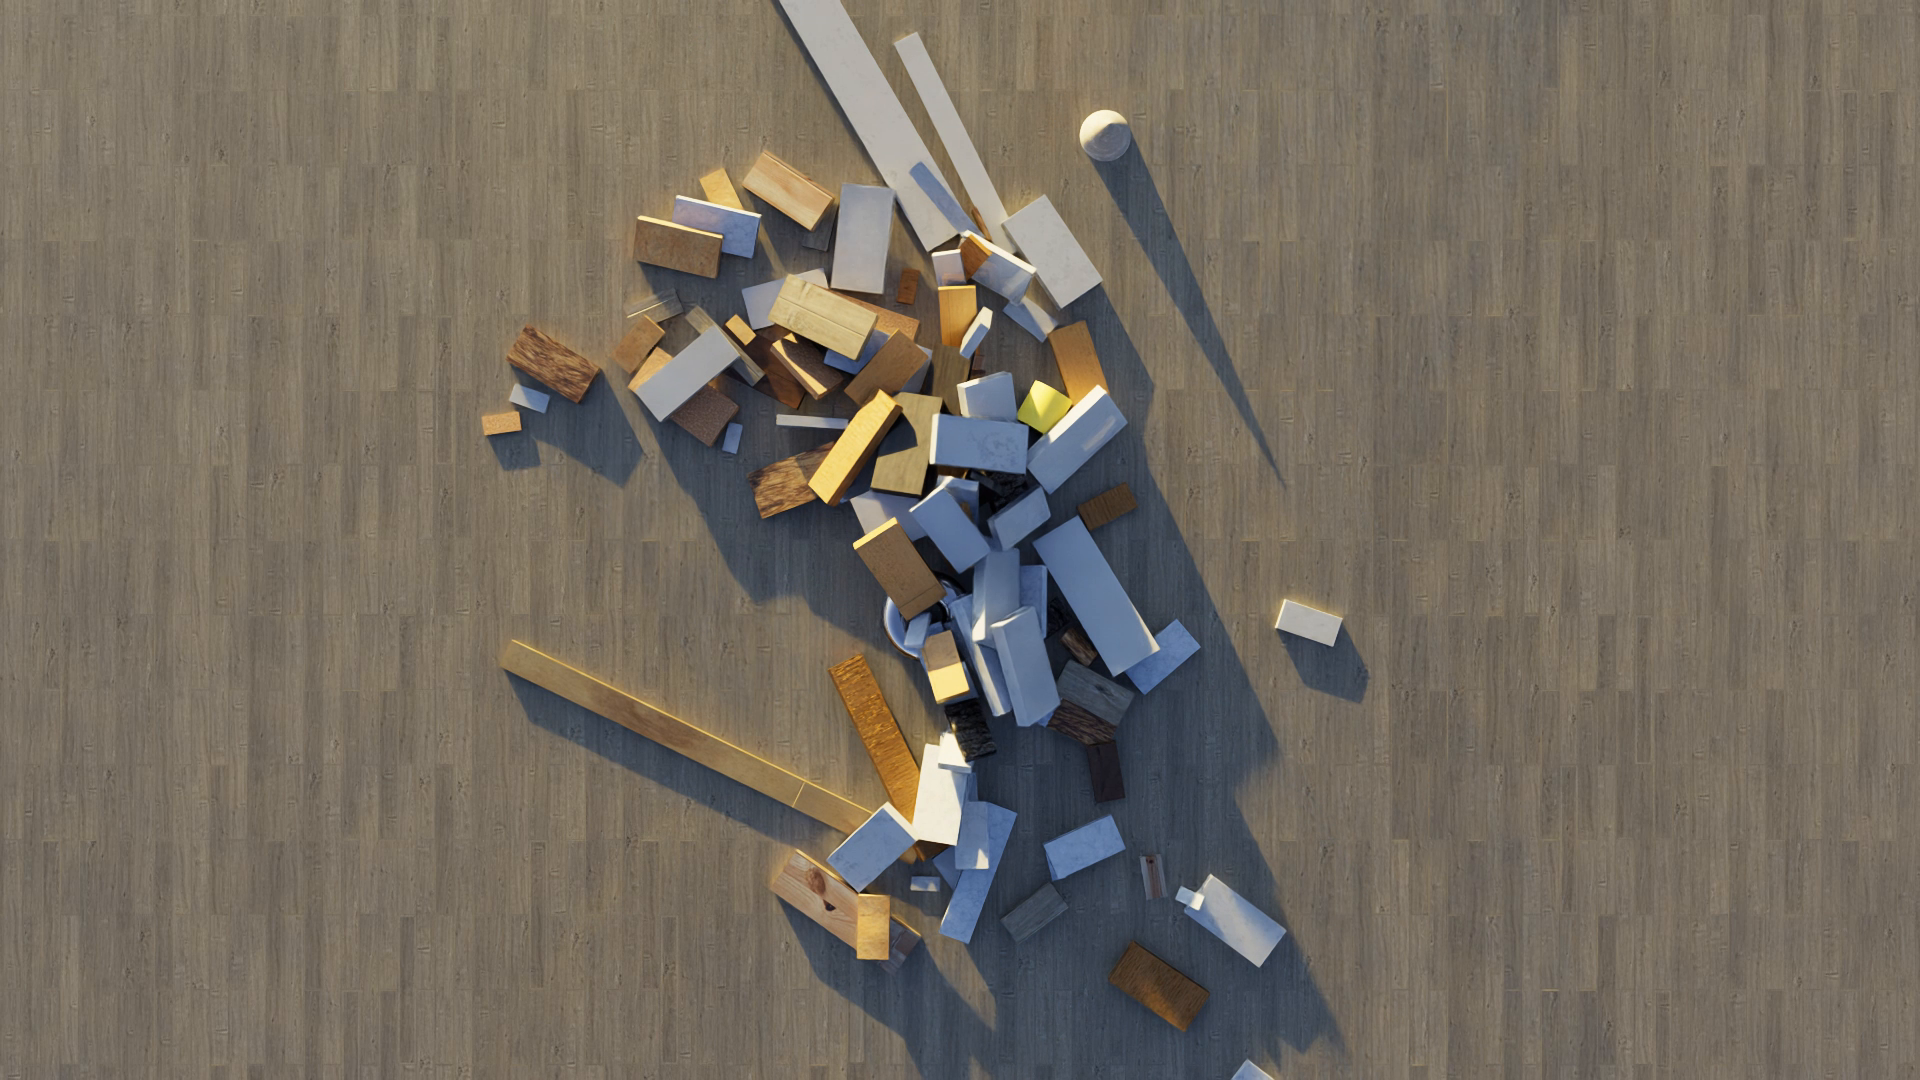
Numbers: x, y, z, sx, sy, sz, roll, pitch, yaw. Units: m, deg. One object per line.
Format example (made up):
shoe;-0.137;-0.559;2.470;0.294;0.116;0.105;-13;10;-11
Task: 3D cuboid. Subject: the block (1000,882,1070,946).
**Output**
block;0.247;1.236;5.465;0.208;0.029;0.104;-37;90;0

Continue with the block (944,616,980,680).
block;0.050;0.334;5.409;0.112;0.032;0.223;-38;103;-26

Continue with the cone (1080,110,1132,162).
cone;0.485;-1.348;5.415;0.171;0.171;0.171;0;90;0

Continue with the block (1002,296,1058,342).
block;0.234;-0.742;5.488;0.171;0.024;0.086;38;90;0

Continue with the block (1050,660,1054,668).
block;0.206;0.441;5.486;0.197;0.028;0.099;6;90;0

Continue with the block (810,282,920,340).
block;-0.347;-0.709;5.449;0.393;0.047;0.164;18;90;-8

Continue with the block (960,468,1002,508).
block;0.020;-0.147;5.376;0.119;0.242;0.034;29;57;-20

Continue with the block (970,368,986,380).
block;-0.003;-0.440;5.434;0.132;0.037;0.264;10;102;-1

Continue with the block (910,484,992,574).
block;-0.029;-0.034;5.270;0.133;0.038;0.266;-36;109;6

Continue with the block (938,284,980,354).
block;-0.002;-0.714;5.432;0.121;0.034;0.241;-3;113;1

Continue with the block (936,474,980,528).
block;-0.007;-0.109;5.371;0.133;0.266;0.038;10;57;7

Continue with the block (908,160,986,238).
block;-0.044;-1.103;5.428;0.058;0.016;0.327;-41;99;2

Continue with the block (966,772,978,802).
block;0.007;0.884;5.459;0.108;0.031;0.217;-7;80;8

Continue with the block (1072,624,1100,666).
block;0.464;0.303;5.483;0.246;0.035;0.123;-43;90;0

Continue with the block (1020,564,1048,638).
block;0.226;0.205;5.439;0.119;0.034;0.239;-3;81;31

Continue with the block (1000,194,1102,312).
block;0.304;-0.950;5.461;0.172;0.049;0.344;-35;91;-8

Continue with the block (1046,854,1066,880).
block;0.319;1.083;5.493;0.048;0.014;0.095;-14;90;0

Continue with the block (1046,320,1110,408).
block;0.393;-0.582;5.469;0.131;0.037;0.263;-19;94;-3

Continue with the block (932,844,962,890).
block;-0.001;1.112;5.486;0.095;0.027;0.191;-35;90;0

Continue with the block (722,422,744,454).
block;-0.756;-0.340;5.493;0.049;0.014;0.097;13;90;0

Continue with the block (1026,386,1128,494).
block;0.374;-0.327;5.419;0.354;0.177;0.050;-43;46;0

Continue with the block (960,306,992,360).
block;0.053;-0.667;5.302;0.034;0.241;0.121;32;109;-9

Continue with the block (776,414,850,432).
block;-0.481;-0.386;5.441;0.235;0.117;0.033;4;90;0

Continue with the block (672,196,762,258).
block;-0.809;-1.035;5.454;0.282;0.040;0.141;13;113;0

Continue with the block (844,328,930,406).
block;-0.240;-0.543;5.373;0.135;0.038;0.269;41;97;-12

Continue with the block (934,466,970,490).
block;-0.001;-0.280;5.430;0.132;0.037;0.264;8;102;0

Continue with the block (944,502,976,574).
block;-0.003;-0.005;5.388;0.133;0.266;0.038;-20;48;0

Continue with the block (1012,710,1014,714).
block;0.225;0.550;5.463;0.113;0.016;0.056;-45;51;15

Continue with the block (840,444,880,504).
block;-0.294;-0.243;5.456;0.280;0.040;0.140;-24;90;10

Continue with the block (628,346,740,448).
block;-0.916;-0.475;5.476;0.334;0.047;0.167;36;90;0

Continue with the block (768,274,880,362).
block;-0.443;-0.721;5.355;0.329;0.047;0.164;26;91;11

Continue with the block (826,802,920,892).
block;-0.285;1.009;5.412;0.154;0.044;0.308;45;116;1

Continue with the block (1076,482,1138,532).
block;0.490;-0.111;5.487;0.185;0.026;0.092;-27;90;0

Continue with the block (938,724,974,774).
block;0.004;0.662;5.402;0.110;0.221;0.031;7;134;9

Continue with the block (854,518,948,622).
block;-0.190;0.096;5.304;0.158;0.045;0.316;-32;116;4

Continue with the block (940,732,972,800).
block;-0.017;0.747;5.453;0.108;0.031;0.217;4;81;10

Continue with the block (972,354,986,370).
block;0.007;-0.497;5.459;0.121;0.034;0.241;8;102;0

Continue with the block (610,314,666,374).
block;-1.070;-0.649;5.470;0.090;0.026;0.180;41;95;-11

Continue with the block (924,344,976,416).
block;-0.043;-0.497;5.366;0.132;0.037;0.264;12;91;12

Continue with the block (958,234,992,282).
block;0.016;-0.913;5.425;0.092;0.026;0.184;42;132;-5

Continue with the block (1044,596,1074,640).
block;0.277;0.281;5.487;0.185;0.026;0.092;-37;90;0

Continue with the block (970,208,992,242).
block;0.071;-1.043;5.470;0.016;0.058;0.116;-26;90;-4

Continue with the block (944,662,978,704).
block;-0.014;0.475;5.396;0.112;0.223;0.032;-20;59;0

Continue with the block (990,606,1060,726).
block;0.214;0.407;5.334;0.049;0.173;0.347;-4;107;42

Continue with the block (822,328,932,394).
block;-0.268;-0.599;5.417;0.329;0.047;0.164;20;90;-9

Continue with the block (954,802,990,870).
block;0.038;0.968;5.409;0.108;0.031;0.217;-3;80;8

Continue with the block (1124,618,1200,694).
block;0.665;0.388;5.483;0.247;0.035;0.123;-41;90;0

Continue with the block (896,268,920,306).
block;-0.172;-0.845;5.492;0.058;0.016;0.116;10;90;0

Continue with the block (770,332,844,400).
block;-0.501;-0.576;5.416;0.117;0.033;0.235;-36;77;-34

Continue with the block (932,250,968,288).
block;-0.028;-0.861;5.433;0.092;0.026;0.185;-6;121;11

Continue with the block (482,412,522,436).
block;-1.524;-0.388;5.491;0.123;0.017;0.062;-8;90;0

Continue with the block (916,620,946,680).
block;-0.073;0.384;5.403;0.112;0.032;0.223;-22;113;3
